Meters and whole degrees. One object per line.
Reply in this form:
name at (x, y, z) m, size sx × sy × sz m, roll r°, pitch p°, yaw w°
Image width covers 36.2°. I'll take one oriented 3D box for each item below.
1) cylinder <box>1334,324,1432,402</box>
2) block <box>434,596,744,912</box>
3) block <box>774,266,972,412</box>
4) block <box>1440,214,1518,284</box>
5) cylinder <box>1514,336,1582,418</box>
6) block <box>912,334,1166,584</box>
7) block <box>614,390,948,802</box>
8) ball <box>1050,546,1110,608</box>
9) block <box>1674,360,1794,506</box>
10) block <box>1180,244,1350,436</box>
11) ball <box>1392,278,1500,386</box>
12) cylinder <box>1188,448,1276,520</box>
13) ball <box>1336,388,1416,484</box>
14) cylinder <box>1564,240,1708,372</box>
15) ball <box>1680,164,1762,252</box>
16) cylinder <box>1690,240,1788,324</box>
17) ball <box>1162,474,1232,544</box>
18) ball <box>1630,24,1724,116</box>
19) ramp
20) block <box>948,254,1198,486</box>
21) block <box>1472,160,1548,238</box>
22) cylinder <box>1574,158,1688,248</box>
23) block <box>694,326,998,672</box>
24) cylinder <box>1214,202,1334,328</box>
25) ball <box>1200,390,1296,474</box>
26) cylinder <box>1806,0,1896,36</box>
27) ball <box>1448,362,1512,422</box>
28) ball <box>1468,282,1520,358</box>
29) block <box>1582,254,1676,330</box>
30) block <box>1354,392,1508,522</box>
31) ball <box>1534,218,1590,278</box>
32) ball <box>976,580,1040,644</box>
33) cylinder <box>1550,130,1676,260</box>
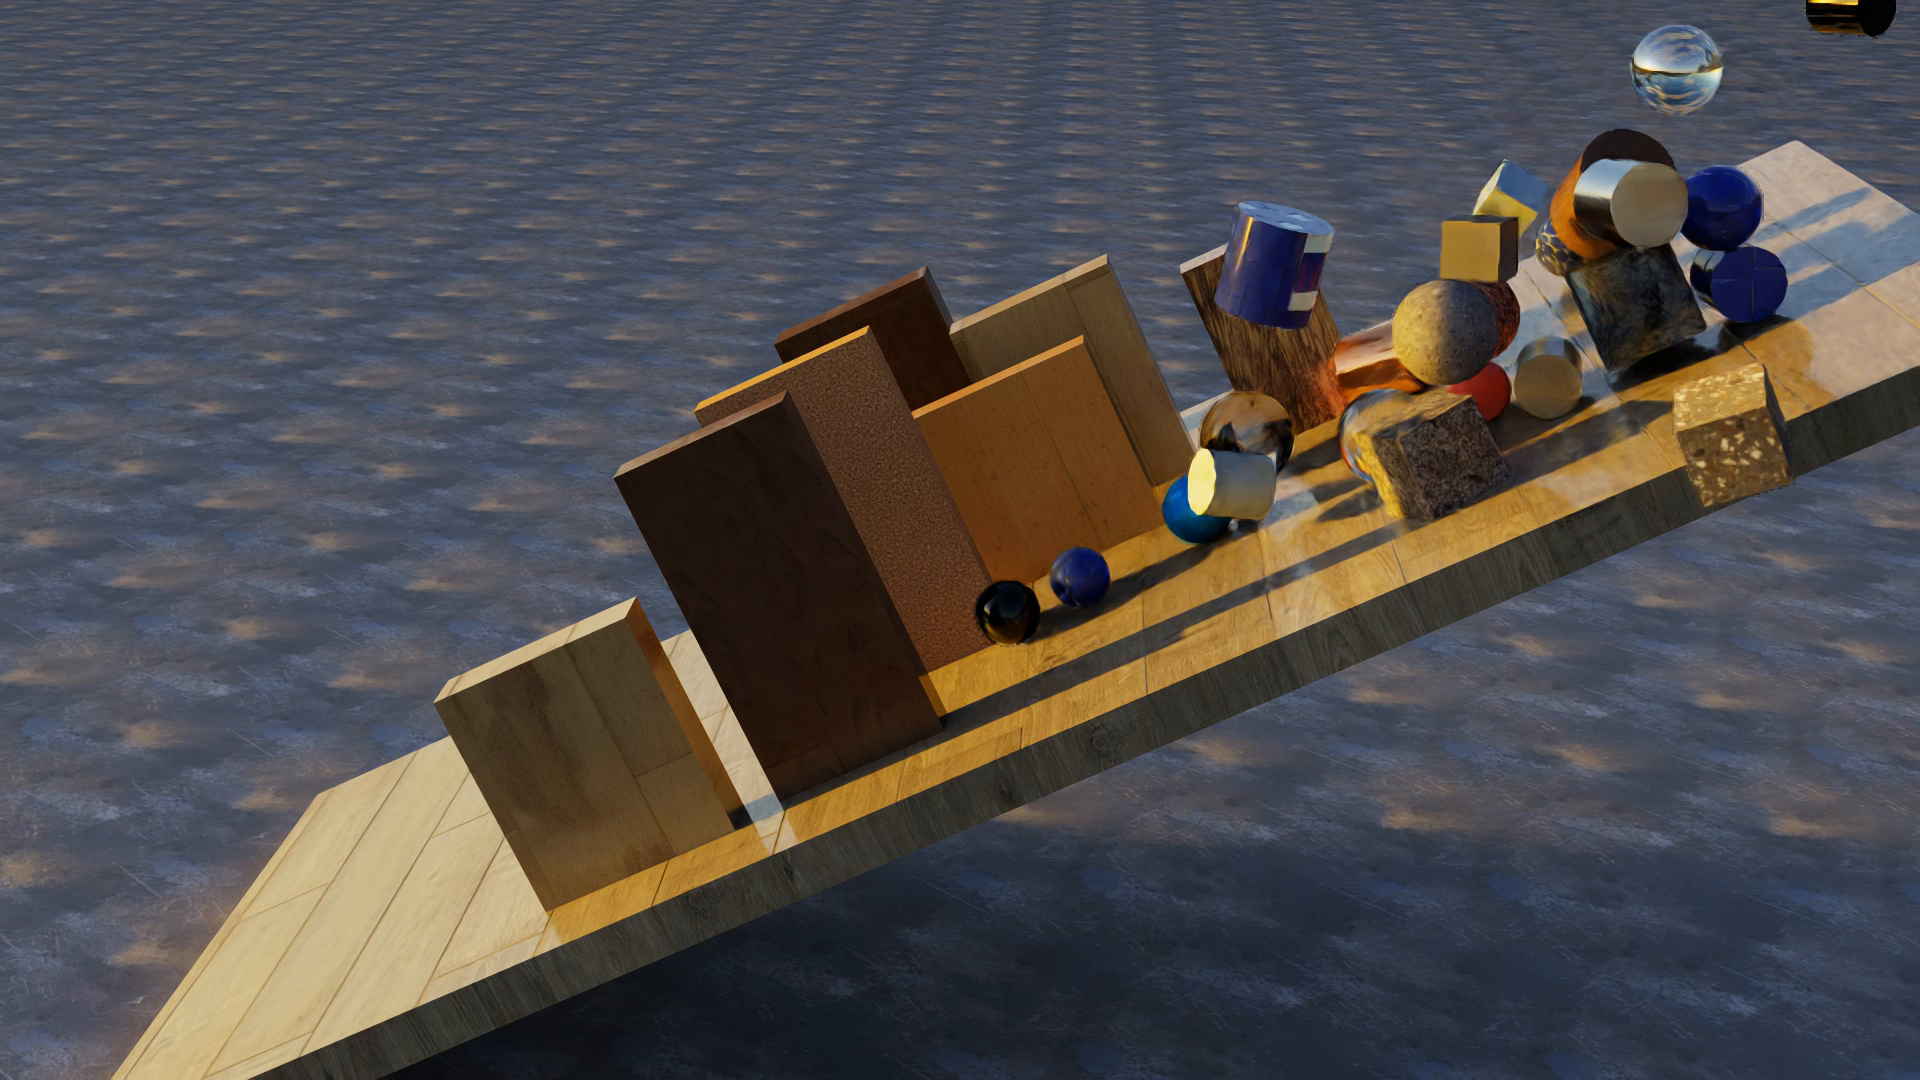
cylinder at (0.921, -0.383, 6.371) m, size 0.158 × 0.158 × 0.158 m, roll -17°, pitch 4°, yaw 35°
block at (-0.711, 0.414, 5.668) m, size 0.411 × 0.468 × 0.140 m, roll -24°, pitch 13°, yaw 9°
block at (-0.132, -0.297, 7.052) m, size 0.392 × 0.597 × 0.141 m, roll -24°, pitch 13°, yaw 9°
block at (1.020, -0.572, 5.771) m, size 0.117 × 0.117 × 0.117 m, roll 6°, pitch 14°, yaw 27°
cylinder at (1.151, -0.319, 5.750) m, size 0.129 × 0.129 × 0.129 m, roll 3°, pitch 21°, yaw 11°
block at (0.161, -0.152, 6.303) m, size 0.424 × 0.432 × 0.087 m, roll -24°, pitch 13°, yaw 9°
block at (-0.337, 0.110, 5.609) m, size 0.353 × 0.708 × 0.103 m, roll -24°, pitch 13°, yaw 9°
ball at (0.242, 0.076, 5.944) m, size 0.125 × 0.125 × 0.125 m, roll 0°, pitch 16°, yaw 0°
block at (1.306, -0.179, 4.967) m, size 0.154 × 0.154 × 0.154 m, roll -17°, pitch 27°, yaw 22°
block at (0.692, -0.454, 6.466) m, size 0.258 × 0.435 × 0.106 m, roll -24°, pitch 13°, yaw 9°
ball at (0.946, -0.406, 5.737) m, size 0.207 × 0.207 × 0.207 m, roll 0°, pitch 16°, yaw 0°
cylinder at (0.533, -0.108, 5.770) m, size 0.130 × 0.130 × 0.130 m, roll 5°, pitch 13°, yaw -19°
ball at (0.835, -0.203, 5.761) m, size 0.191 × 0.191 × 0.191 m, roll 0°, pitch 16°, yaw 0°
cylinder at (1.314, -0.463, 5.718) m, size 0.210 × 0.210 × 0.210 m, roll -24°, pitch -2°, yaw -1°
ball at (1.462, -0.639, 5.670) m, size 0.166 × 0.166 × 0.166 m, roll 0°, pitch 16°, yaw 0°
cylinder at (1.521, -0.510, 5.750) m, size 0.149 × 0.149 × 0.149 m, roll 0°, pitch 14°, yaw -1°
ball at (0.485, -0.065, 5.991) m, size 0.144 × 0.144 × 0.144 m, roll 0°, pitch 16°, yaw 0°
ball at (1.470, -0.965, 6.035) m, size 0.185 × 0.185 × 0.185 m, roll 0°, pitch 16°, yaw 0°
ramp at (0.135, 0.169, 6.282) m, size 4.000 × 0.100 × 2.000 m, roll -24°, pitch 13°, yaw 9°
block at (0.260, -0.326, 6.622) m, size 0.385 × 0.508 × 0.122 m, roll -24°, pitch 13°, yaw 9°
block at (1.171, -0.719, 6.270) m, size 0.107 × 0.107 × 0.107 m, roll 30°, pitch 47°, yaw -3°
cylinder at (1.272, -0.641, 5.579) m, size 0.160 × 0.160 × 0.160 m, roll -4°, pitch 11°, yaw -13°
block at (-0.211, -0.042, 5.996) m, size 0.385 × 0.693 × 0.082 m, roll -24°, pitch 13°, yaw 9°
cylinder at (0.647, -0.567, 6.061) m, size 0.204 × 0.204 × 0.204 m, roll 12°, pitch 21°, yaw -4°
ball at (0.608, -0.217, 6.225) m, size 0.200 × 0.200 × 0.200 m, roll 0°, pitch 16°, yaw 0°
cylinder at (1.793, -1.080, 5.916) m, size 0.125 × 0.125 × 0.125 m, roll -11°, pitch 18°, yaw -34°
ball at (1.042, -0.299, 5.894) m, size 0.124 × 0.124 × 0.124 m, roll 0°, pitch 16°, yaw 0°
ball at (1.068, -0.466, 6.128) m, size 0.195 × 0.195 × 0.195 m, roll 0°, pitch 16°, yaw 0°
block at (1.369, -0.506, 6.022) m, size 0.110 × 0.110 × 0.110 m, roll 34°, pitch -12°, yaw -22°
block at (0.885, -0.158, 5.530) m, size 0.174 × 0.174 × 0.174 m, roll -30°, pitch 14°, yaw -16°
ball at (1.374, -0.667, 6.636) m, size 0.151 × 0.151 × 0.151 m, roll 0°, pitch 16°, yaw 0°
ball at (0.098, 0.146, 5.928) m, size 0.130 × 0.130 × 0.130 m, roll 0°, pitch 16°, yaw 0°
cylinder at (1.294, -0.682, 5.827) m, size 0.195 × 0.195 × 0.195 m, roll -2°, pitch -19°, yaw -8°
